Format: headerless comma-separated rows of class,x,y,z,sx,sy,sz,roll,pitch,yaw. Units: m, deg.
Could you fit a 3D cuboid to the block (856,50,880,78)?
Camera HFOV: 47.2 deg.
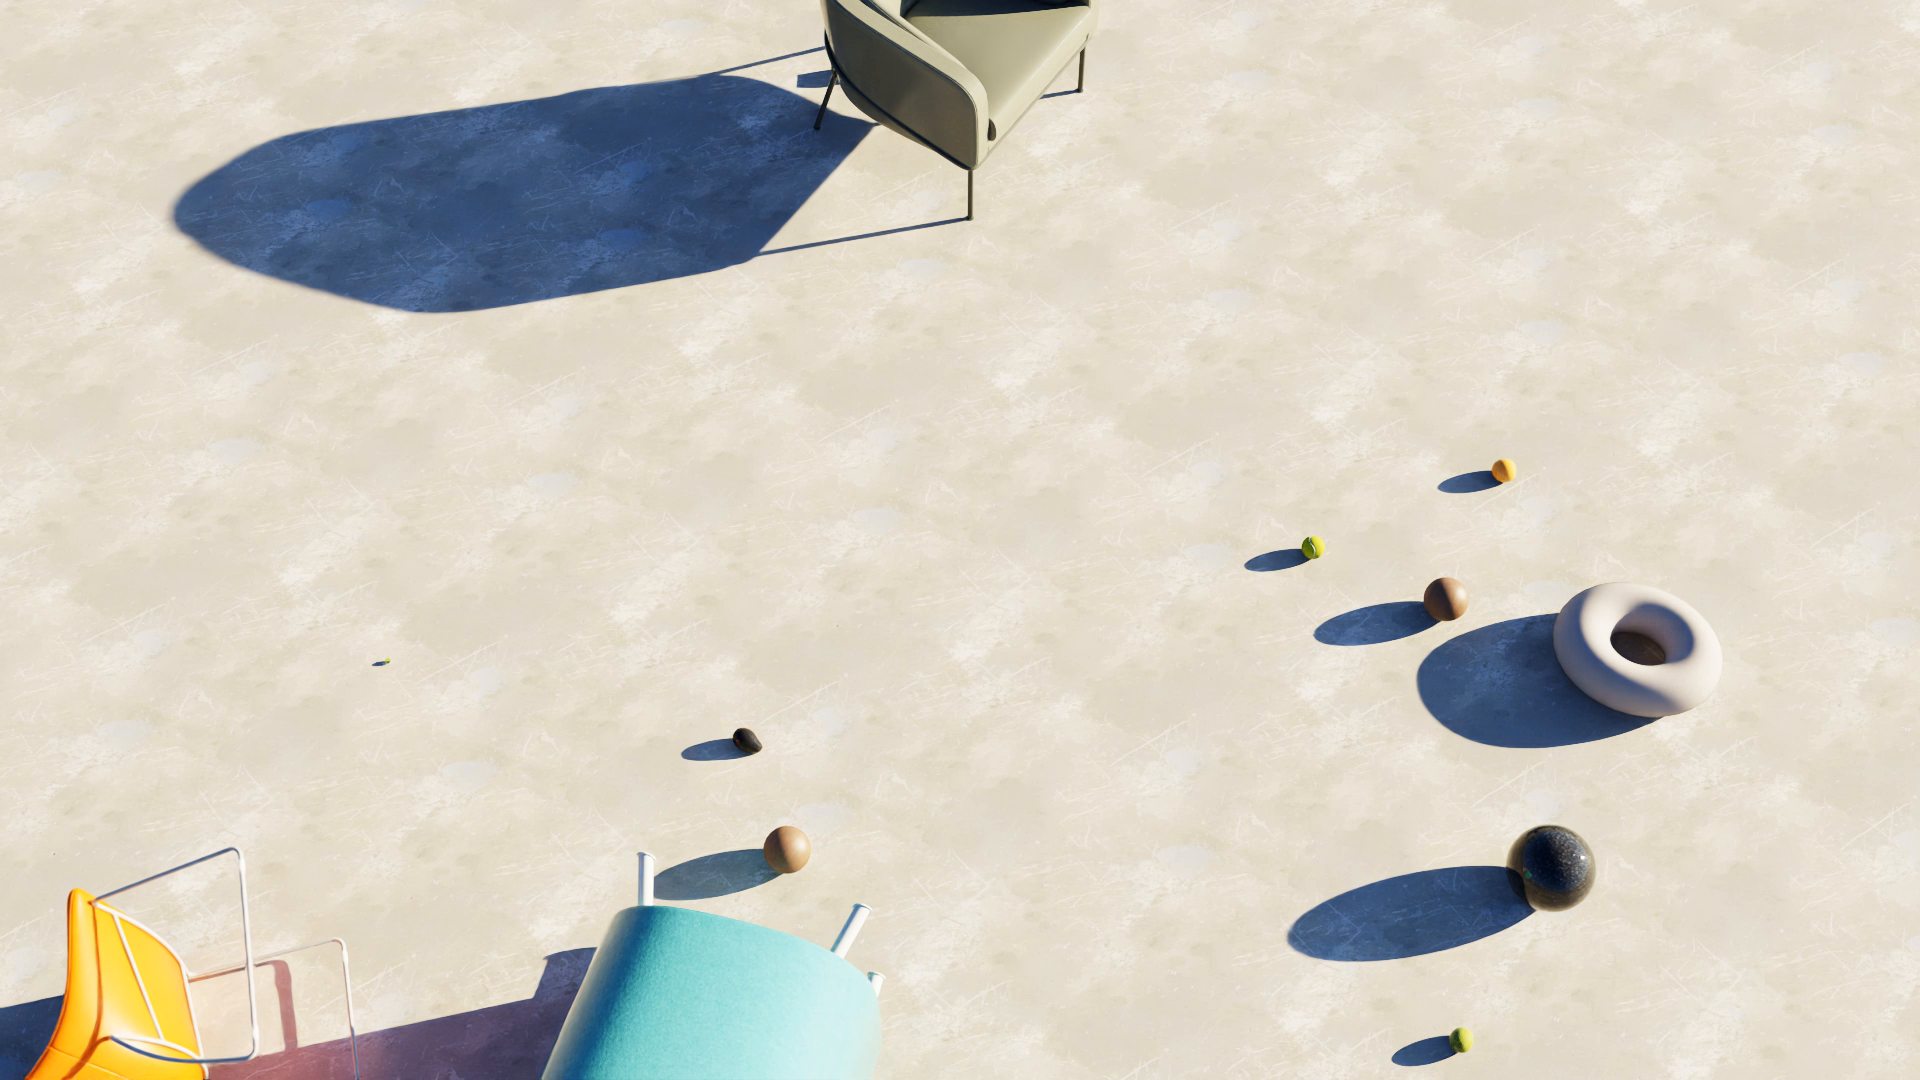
block,-0.321,-1.653,7.640,0.077,0.072,0.064,1,56,1

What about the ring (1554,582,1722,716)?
ring,1.931,0.311,6.270,0.478,0.163,0.404,21,60,14

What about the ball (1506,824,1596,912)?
ball,1.571,0.872,5.848,0.235,0.235,0.235,0,56,0
